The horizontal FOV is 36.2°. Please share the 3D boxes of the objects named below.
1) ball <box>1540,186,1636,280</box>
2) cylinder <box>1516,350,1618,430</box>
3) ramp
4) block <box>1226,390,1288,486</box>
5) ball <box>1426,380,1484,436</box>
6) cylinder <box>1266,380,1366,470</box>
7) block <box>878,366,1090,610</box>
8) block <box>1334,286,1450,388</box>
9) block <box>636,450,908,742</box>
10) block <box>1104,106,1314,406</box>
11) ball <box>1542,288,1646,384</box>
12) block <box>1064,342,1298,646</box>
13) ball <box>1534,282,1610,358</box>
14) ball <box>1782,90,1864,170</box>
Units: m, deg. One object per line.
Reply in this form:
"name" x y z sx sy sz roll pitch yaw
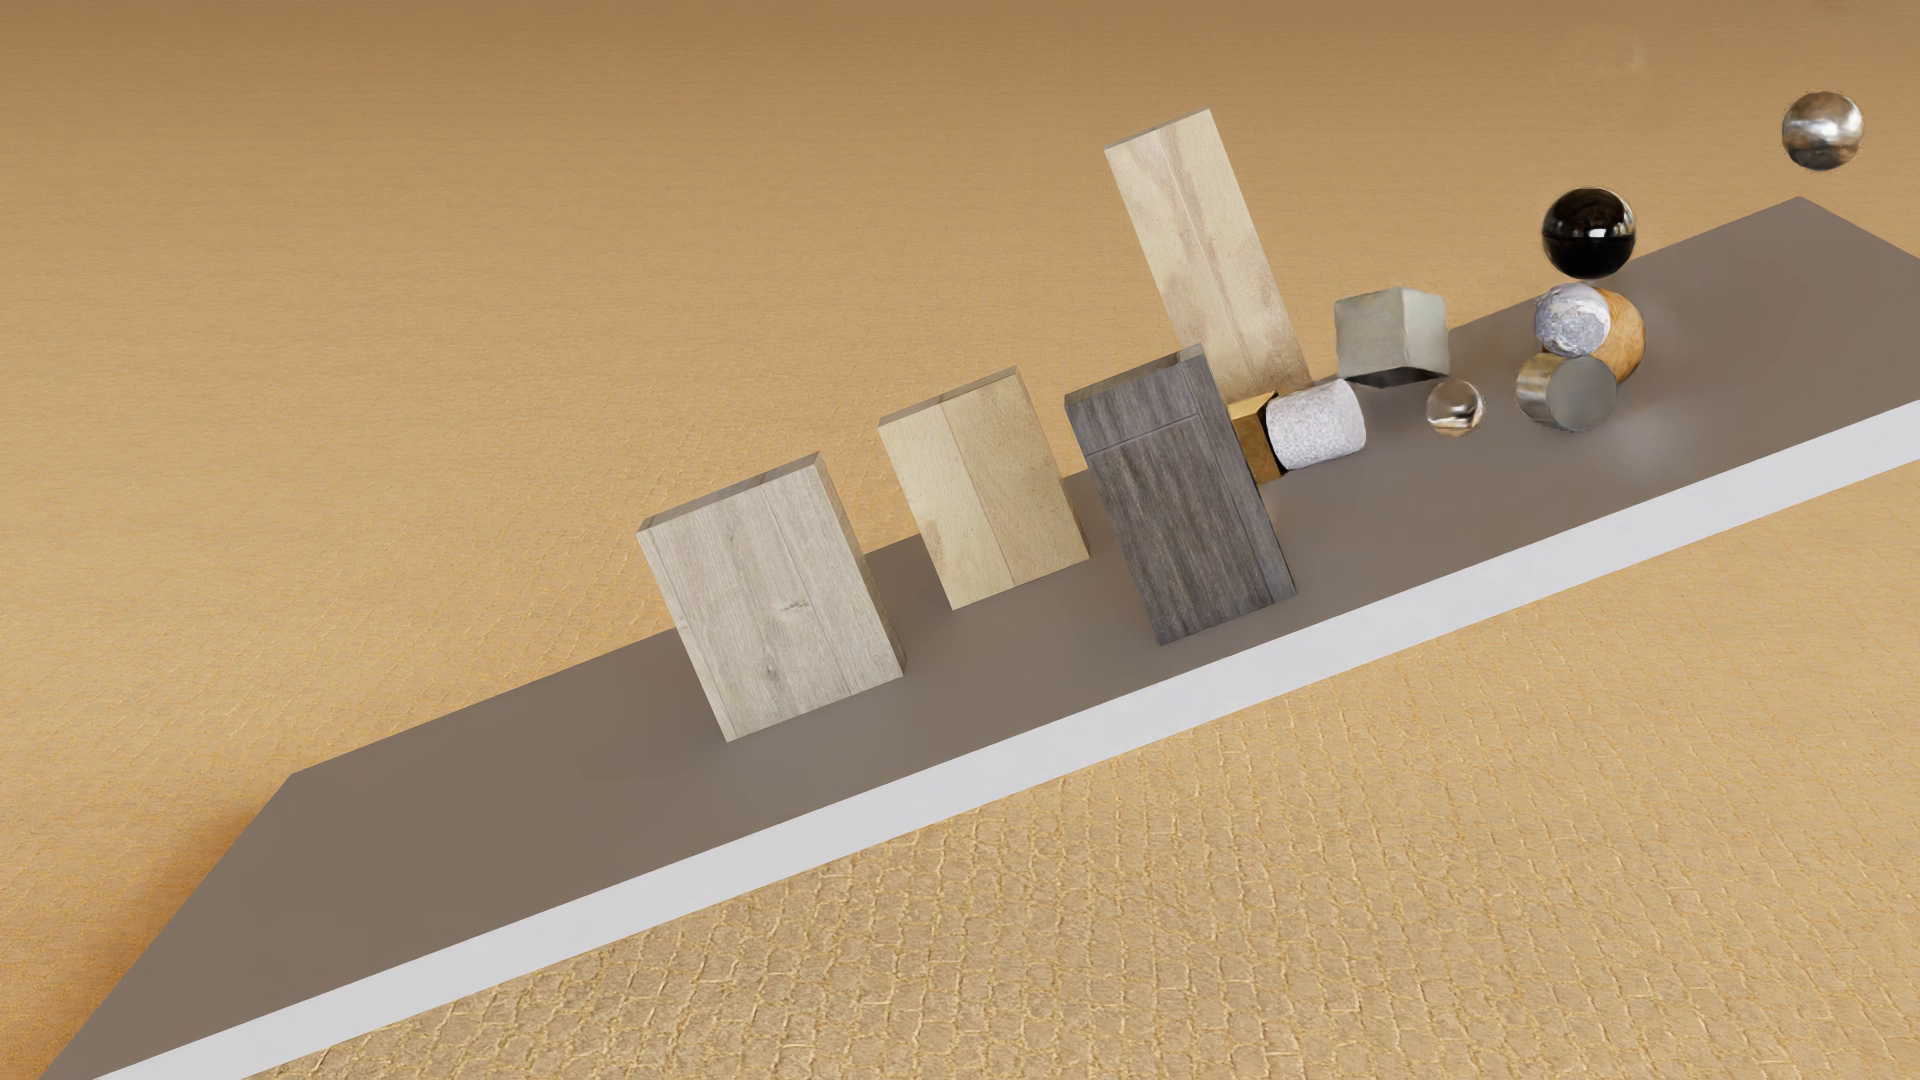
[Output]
"ball" 1.338 -0.652 6.261 0.200 0.200 0.200 0 14 0
"cylinder" 1.195 -0.295 5.801 0.148 0.148 0.148 -3 8 -13
"ramp" 0.124 0.173 6.290 4.000 0.100 2.000 -21 12 7
"block" 0.628 -0.212 6.441 0.156 0.156 0.156 -16 13 27
"ball" 1.024 -0.273 6.087 0.118 0.118 0.118 0 14 0
"cylinder" 0.767 -0.248 6.339 0.160 0.160 0.160 -16 6 26
"block" 0.054 -0.114 6.379 0.320 0.434 0.112 -21 12 7
"block" 0.966 -0.452 6.579 0.180 0.180 0.180 -10 -11 40
"block" -0.385 0.117 6.062 0.395 0.477 0.130 -21 12 7
"block" 0.591 -0.616 6.862 0.258 0.741 0.092 -21 12 7
"ball" 1.289 -0.409 5.983 0.209 0.209 0.209 0 14 0
"block" 0.410 -0.084 5.476 0.272 0.489 0.118 -21 12 7
"ball" 1.177 -0.422 5.653 0.146 0.146 0.146 0 14 0
"ball" 1.779 -0.844 6.067 0.164 0.164 0.164 0 14 0
